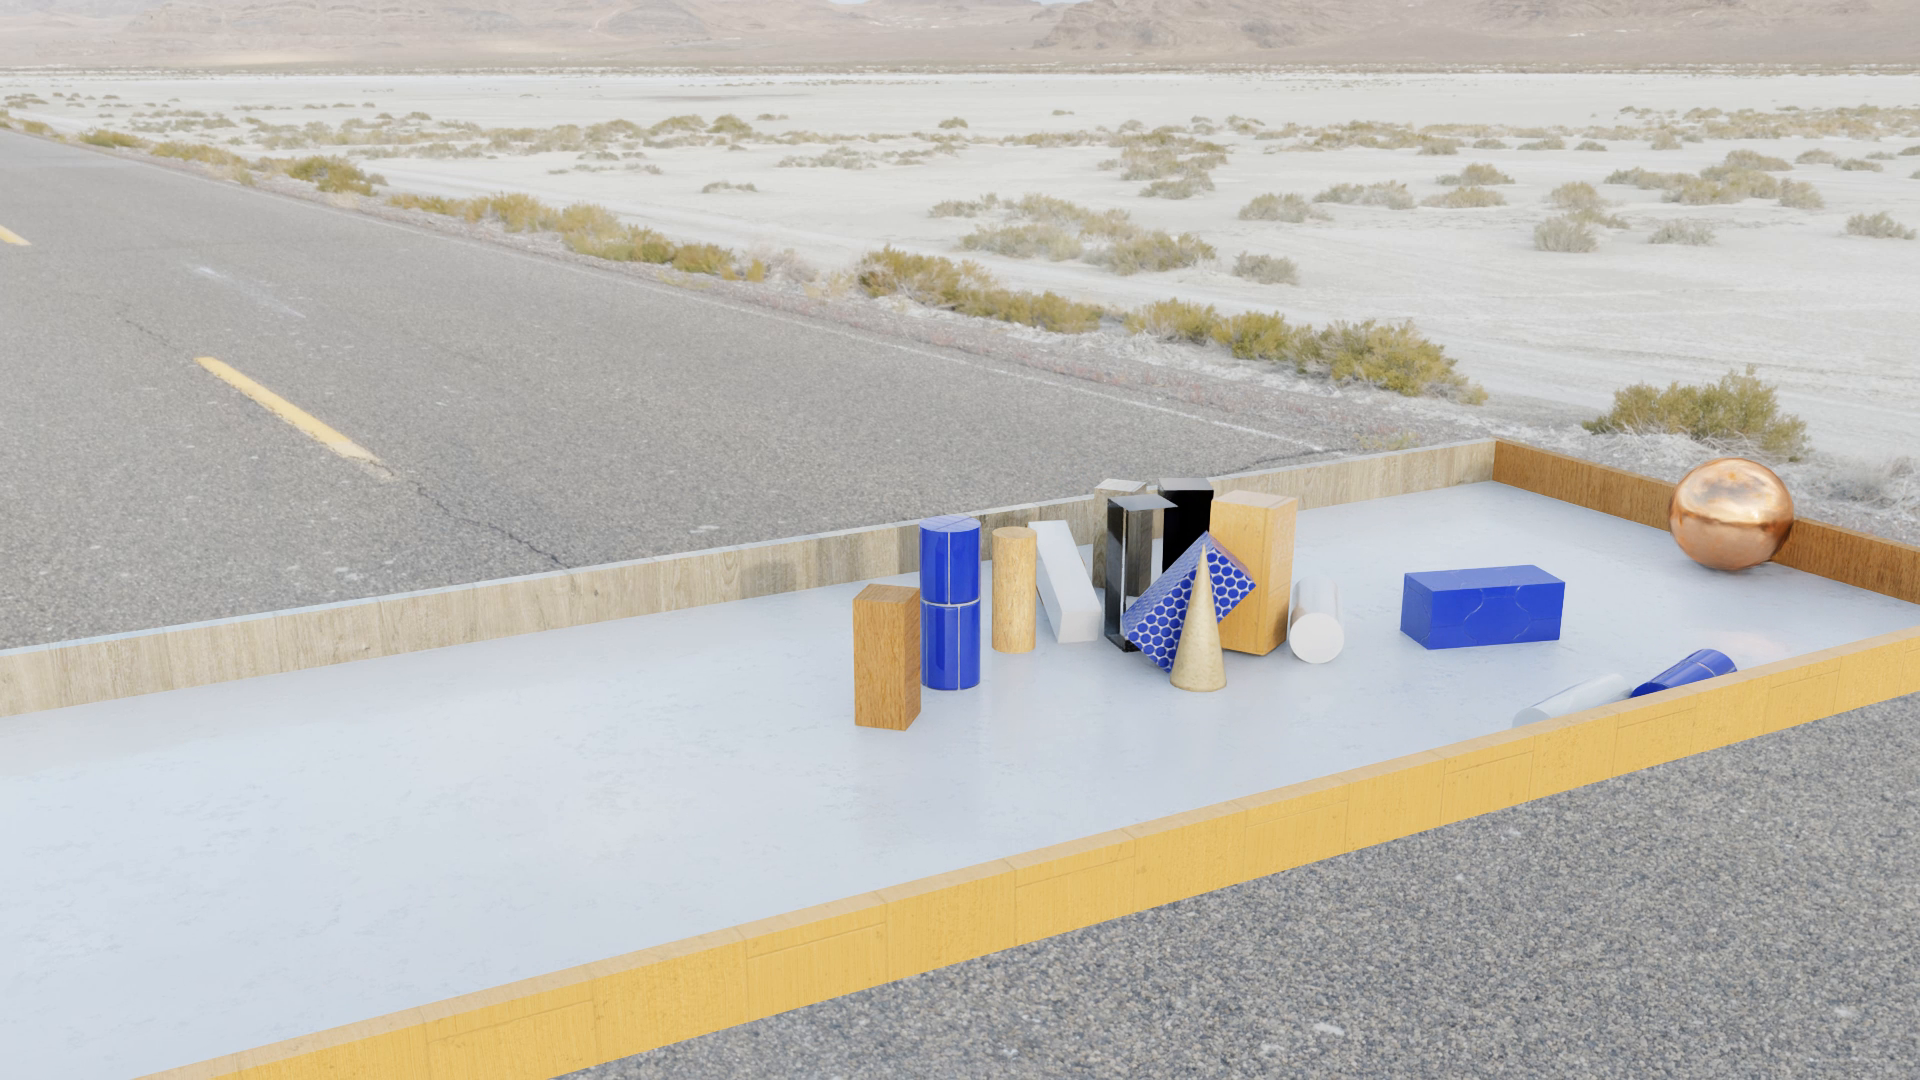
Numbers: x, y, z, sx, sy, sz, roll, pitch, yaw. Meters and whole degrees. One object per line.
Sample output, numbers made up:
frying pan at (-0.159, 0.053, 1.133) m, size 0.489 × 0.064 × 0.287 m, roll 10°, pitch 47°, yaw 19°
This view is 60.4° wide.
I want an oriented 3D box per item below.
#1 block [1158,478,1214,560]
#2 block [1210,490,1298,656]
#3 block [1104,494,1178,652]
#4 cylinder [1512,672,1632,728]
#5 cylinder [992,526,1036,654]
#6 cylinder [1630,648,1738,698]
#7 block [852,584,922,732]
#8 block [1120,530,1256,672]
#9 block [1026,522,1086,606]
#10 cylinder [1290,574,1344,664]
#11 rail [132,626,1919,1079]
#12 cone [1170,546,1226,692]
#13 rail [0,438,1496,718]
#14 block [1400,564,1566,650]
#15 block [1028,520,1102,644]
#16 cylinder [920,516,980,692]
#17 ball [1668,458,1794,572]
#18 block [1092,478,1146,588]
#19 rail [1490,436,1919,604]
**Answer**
block at (0.617, 0.031, 4.565) m, size 0.134 × 0.385 × 0.134 m, roll 0°, pitch 16°, yaw -1°
block at (0.766, 0.083, 4.364) m, size 0.173 × 0.390 × 0.173 m, roll 10°, pitch 15°, yaw 29°
block at (0.479, 0.086, 4.375) m, size 0.141 × 0.387 × 0.141 m, roll -5°, pitch 17°, yaw -17°
cylinder at (1.411, 0.399, 3.791) m, size 0.342 × 0.117 × 0.117 m, roll -14°, pitch 22°, yaw -40°
cylinder at (0.142, 0.131, 4.350) m, size 0.117 × 0.314 × 0.117 m, roll 0°, pitch 16°, yaw 0°
cylinder at (1.712, 0.360, 3.898) m, size 0.132 × 0.132 × 0.315 m, roll 16°, pitch 22°, yaw 42°
block at (-0.170, 0.274, 3.870) m, size 0.124 × 0.312 × 0.124 m, roll 4°, pitch 17°, yaw 15°
block at (0.581, 0.157, 4.222) m, size 0.150 × 0.319 × 0.150 m, roll 41°, pitch 13°, yaw -10°
block at (0.279, 0.065, 4.919) m, size 0.120 × 0.120 × 0.440 m, roll -1°, pitch 16°, yaw -4°
cylinder at (0.952, 0.208, 4.403) m, size 0.139 × 0.139 × 0.328 m, roll 3°, pitch 17°, yaw 11°
rail at (-2.336, 1.006, 1.665) m, size 12.000 × 0.150 × 0.050 m, roll -9°, pitch 18°, yaw -27°
cone at (0.598, 0.180, 4.090) m, size 0.144 × 0.368 × 0.144 m, roll 0°, pitch 16°, yaw 0°
rail at (-3.305, 0.497, 3.399) m, size 12.000 × 0.150 × 0.050 m, roll -9°, pitch 18°, yaw -27°
block at (1.409, 0.179, 4.455) m, size 0.382 × 0.163 × 0.163 m, roll -3°, pitch 17°, yaw -11°
block at (0.281, 0.110, 4.546) m, size 0.108 × 0.108 × 0.400 m, roll -3°, pitch 38°, yaw -11°
cylinder at (-0.024, 0.157, 4.093) m, size 0.152 × 0.410 × 0.152 m, roll 0°, pitch 16°, yaw 0°
ball at (2.341, -0.078, 5.008) m, size 0.345 × 0.345 × 0.345 m, roll 0°, pitch 16°, yaw 0°
block at (0.471, -0.015, 4.870) m, size 0.121 × 0.303 × 0.121 m, roll 7°, pitch 18°, yaw 22°
rail at (2.466, -0.048, 5.253) m, size 0.050 × 0.150 × 2.100 m, roll -9°, pitch 18°, yaw -27°
